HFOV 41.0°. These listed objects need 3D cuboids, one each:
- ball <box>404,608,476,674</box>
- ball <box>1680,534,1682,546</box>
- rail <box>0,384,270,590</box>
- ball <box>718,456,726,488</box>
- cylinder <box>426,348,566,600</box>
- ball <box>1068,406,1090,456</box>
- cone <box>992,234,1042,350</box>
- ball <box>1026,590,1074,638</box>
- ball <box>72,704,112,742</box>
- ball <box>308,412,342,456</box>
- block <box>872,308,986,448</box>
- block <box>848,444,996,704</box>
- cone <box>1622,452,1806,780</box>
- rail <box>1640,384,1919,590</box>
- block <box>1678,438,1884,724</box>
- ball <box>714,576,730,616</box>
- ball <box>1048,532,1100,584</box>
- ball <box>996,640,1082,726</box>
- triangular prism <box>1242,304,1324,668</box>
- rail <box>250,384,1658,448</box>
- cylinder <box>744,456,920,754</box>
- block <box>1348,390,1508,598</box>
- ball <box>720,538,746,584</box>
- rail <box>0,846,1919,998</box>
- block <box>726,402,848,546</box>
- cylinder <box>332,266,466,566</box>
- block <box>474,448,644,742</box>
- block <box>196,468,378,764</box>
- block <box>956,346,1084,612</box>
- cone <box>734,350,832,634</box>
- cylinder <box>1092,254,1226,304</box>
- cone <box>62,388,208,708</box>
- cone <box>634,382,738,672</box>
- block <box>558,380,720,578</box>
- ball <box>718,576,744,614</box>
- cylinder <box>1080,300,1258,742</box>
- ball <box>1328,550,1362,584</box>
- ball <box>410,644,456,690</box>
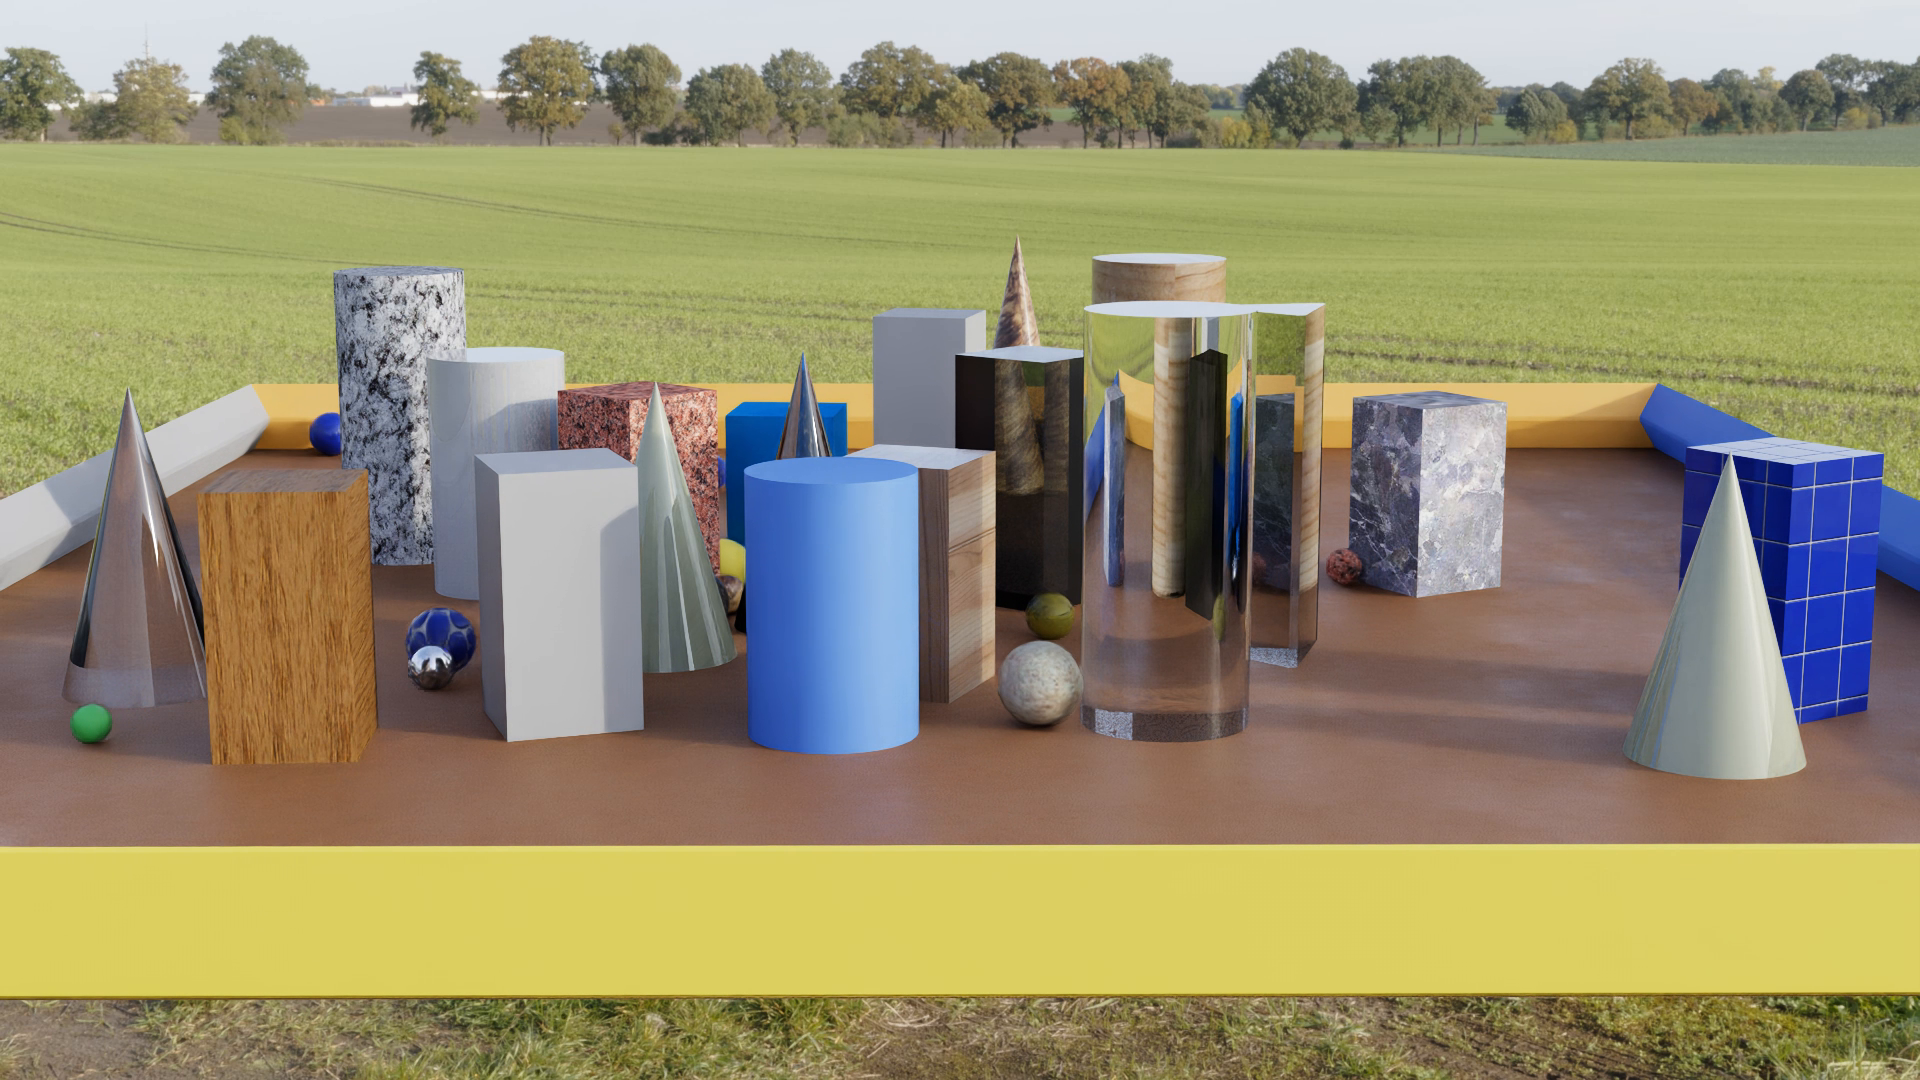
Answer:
[{"bbox_3d":[-0.623,0.123,3.074,0.083,0.083,0.083,0,11,0],"label":"ball"},{"bbox_3d":[1.089,0.003,3.746,0.072,0.072,0.072,0,11,0],"label":"ball"},{"bbox_3d":[-1.316,0.033,3.442,0.045,0.122,2.928,0,11,0],"label":"rail"},{"bbox_3d":[-0.429,-0.116,4.412,0.062,0.062,0.062,0,11,0],"label":"ball"},{"bbox_3d":[-0.642,-0.095,3.576,0.189,0.328,0.189,0,11,0],"label":"cylinder"},{"bbox_3d":[0.250,-0.205,4.802,0.094,0.094,0.094,0,11,0],"label":"ball"},{"bbox_3d":[0.099,-0.314,4.451,0.189,0.436,0.189,0,11,0],"label":"cone"},{"bbox_3d":[0.115,0.095,3.278,0.062,0.062,0.062,0,11,0],"label":"ball"},{"bbox_3d":[-0.940,0.199,2.779,0.042,0.042,0.042,0,11,0],"label":"ball"},{"bbox_3d":[-1.177,-0.199,4.805,0.082,0.082,0.082,0,11,0],"label":"ball"},{"bbox_3d":[-0.048,-0.203,4.153,0.151,0.328,0.151,2,11,13],"label":"block"},{"bbox_3d":[-0.056,0.036,3.019,0.151,0.272,0.151,4,11,21],"label":"block"},{"bbox_3d":[0.802,0.067,2.700,0.189,0.329,0.189,0,11,0],"label":"cone"},{"bbox_3d":[1.316,0.030,3.457,0.045,0.122,2.928,0,11,0],"label":"rail"},{"bbox_3d":[0.928,0.044,2.914,0.151,0.295,0.151,-7,12,-32],"label":"block"},{"bbox_3d":[-0.337,0.081,3.304,0.080,0.080,0.080,0,11,0],"label":"ball"},{"bbox_3d":[0.160,0.026,3.618,0.074,0.074,0.074,0,11,0],"label":"ball"},{"bbox_3d":[0.088,0.159,2.849,0.094,0.094,0.094,0,11,0],"label":"ball"},{"bbox_3d":[0.401,-0.075,3.190,0.141,0.429,0.163,-10,14,-42],"label":"triangular prism"},{"bbox_3d":[-0.008,-0.233,4.865,2.679,0.122,0.045,0,11,0],"label":"rail"},{"bbox_3d":[-0.139,0.068,2.799,0.189,0.292,0.189,0,11,0],"label":"cylinder"},{"bbox_3d":[0.656,-0.068,3.610,0.151,0.261,0.151,-6,12,-29],"label":"block"},{"bbox_3d":[-0.326,0.037,3.543,0.078,0.078,0.078,0,11,0],"label":"ball"},{"bbox_3d":[0.008,0.296,2.033,2.679,0.122,0.045,0,11,0],"label":"rail"},{"bbox_3d":[-0.244,-0.066,3.651,0.151,0.242,0.151,1,11,5],"label":"block"},{"bbox_3d":[-0.825,-0.188,3.813,0.189,0.423,0.189,0,11,0],"label":"cylinder"},{"bbox_3d":[-0.446,0.057,2.852,0.151,0.293,0.151,-4,11,-20],"label":"block"},{"bbox_3d":[-0.716,0.079,2.746,0.151,0.289,0.151,-1,11,-4],"label":"block"},{"bbox_3d":[0.100,-0.086,3.500,0.151,0.337,0.151,8,13,38],"label":"block"},{"bbox_3d":[-0.202,-0.068,3.334,0.189,0.362,0.189,0,11,0],"label":"cone"},{"bbox_3d":[0.279,-0.171,3.637,0.189,0.455,0.189,0,11,0],"label":"cylinder"},{"bbox_3d":[-0.959,-0.002,2.988,0.189,0.359,0.189,0,11,0],"label":"cone"},{"bbox_3d":[-0.371,-0.026,3.159,0.189,0.344,0.189,0,11,0],"label":"cone"},{"bbox_3d":[-0.433,-0.057,3.467,0.151,0.292,0.151,10,14,43],"label":"block"},{"bbox_3d":[-0.311,0.073,3.424,0.052,0.052,0.052,0,11,0],"label":"ball"},{"bbox_3d":[0.229,-0.024,2.831,0.189,0.461,0.189,0,11,0],"label":"cylinder"},{"bbox_3d":[0.543,0.038,3.619,0.049,0.049,0.049,0,11,0],"label":"ball"},{"bbox_3d":[-0.619,0.150,3.009,0.053,0.053,0.053,0,11,0],"label":"ball"}]
